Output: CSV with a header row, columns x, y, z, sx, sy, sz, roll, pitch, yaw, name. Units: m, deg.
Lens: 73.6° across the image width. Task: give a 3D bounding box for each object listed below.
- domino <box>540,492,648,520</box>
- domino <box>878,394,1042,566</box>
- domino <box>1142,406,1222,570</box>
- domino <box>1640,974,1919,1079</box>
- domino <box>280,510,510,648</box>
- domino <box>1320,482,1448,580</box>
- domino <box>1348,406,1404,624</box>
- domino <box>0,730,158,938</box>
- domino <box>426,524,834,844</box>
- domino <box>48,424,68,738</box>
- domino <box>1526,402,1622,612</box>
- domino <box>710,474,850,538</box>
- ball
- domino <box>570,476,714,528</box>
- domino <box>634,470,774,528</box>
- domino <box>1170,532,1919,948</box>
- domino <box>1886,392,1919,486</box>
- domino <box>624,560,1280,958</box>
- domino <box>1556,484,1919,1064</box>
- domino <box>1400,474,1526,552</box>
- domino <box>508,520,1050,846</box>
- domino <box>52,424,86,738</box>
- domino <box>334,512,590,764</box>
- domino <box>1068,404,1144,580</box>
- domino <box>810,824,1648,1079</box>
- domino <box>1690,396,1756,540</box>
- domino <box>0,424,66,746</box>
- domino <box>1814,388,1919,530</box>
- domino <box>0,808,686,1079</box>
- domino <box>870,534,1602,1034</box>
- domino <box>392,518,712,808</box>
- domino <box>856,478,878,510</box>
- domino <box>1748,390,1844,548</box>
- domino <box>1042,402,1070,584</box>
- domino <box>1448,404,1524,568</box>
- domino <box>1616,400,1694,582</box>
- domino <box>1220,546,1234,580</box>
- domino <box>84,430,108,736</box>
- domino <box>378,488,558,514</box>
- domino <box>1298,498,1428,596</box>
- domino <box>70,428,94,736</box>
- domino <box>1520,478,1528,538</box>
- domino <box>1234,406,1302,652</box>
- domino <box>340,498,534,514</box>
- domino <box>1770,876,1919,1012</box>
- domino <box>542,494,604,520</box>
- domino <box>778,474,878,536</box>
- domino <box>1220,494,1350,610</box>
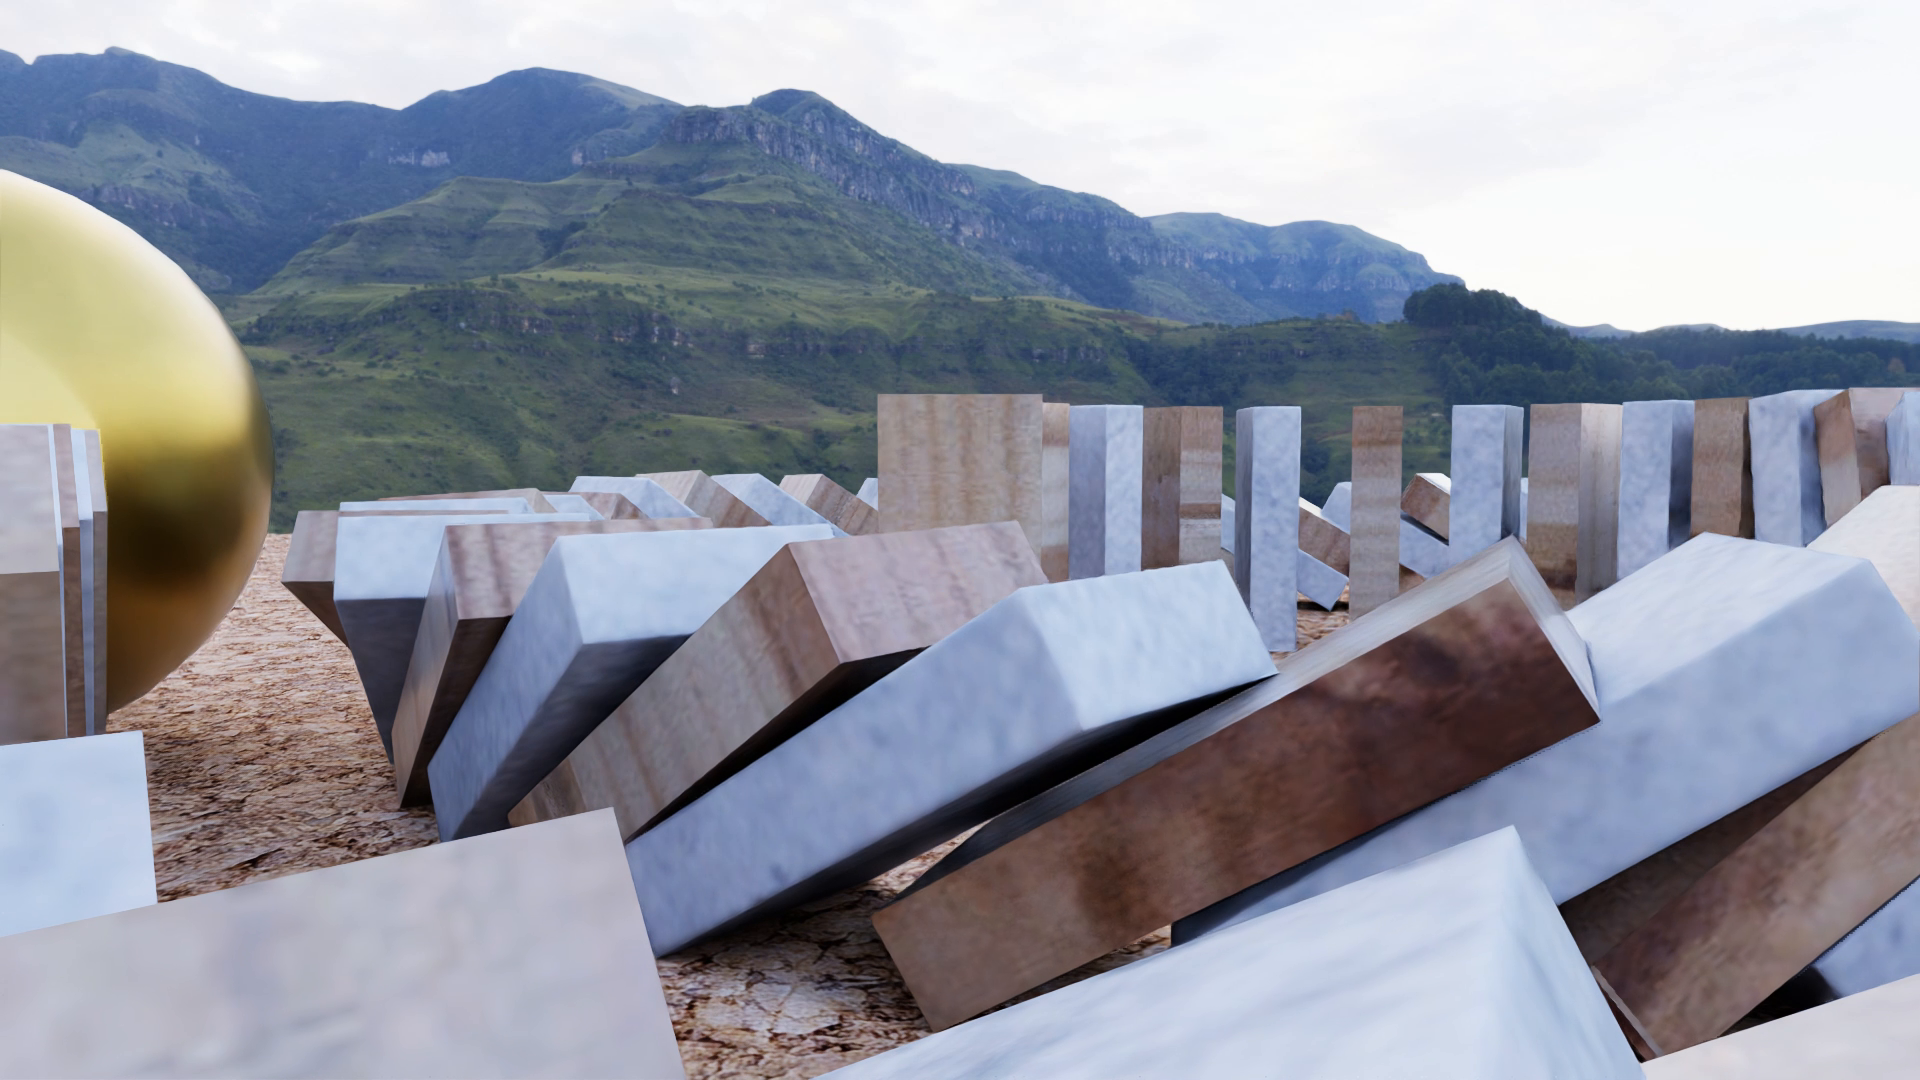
x,y,z,sx,sy,sz,roll,pitch,yaw,name
-0.064,0.007,0.252,0.025,0.009,0.050,2,-26,25,domino
0.000,0.002,0.201,0.025,0.050,0.009,0,4,0,domino
0.045,-0.003,0.272,0.010,0.050,0.025,-1,5,-19,domino
0.015,0.025,0.031,0.050,0.010,0.025,-26,-2,14,domino
-0.068,0.012,0.175,0.025,0.010,0.050,0,-28,-2,domino
0.120,0.001,0.331,0.050,0.010,0.025,35,21,26,domino
0.087,-0.003,0.270,0.009,0.050,0.025,1,5,18,domino
-0.049,0.022,0.053,0.025,0.009,0.050,-3,-24,-36,domino
-0.033,0.016,0.125,0.025,0.010,0.050,-3,-28,-37,domino
-0.069,0.015,0.077,0.025,0.050,0.009,-3,47,-36,domino
0.121,-0.001,0.250,0.025,0.050,0.010,-4,6,-42,domino
-0.036,0.002,0.302,0.050,0.009,0.025,36,-18,-30,domino
-0.137,-0.010,0.171,0.080,0.080,0.080,0,4,0,ball
-0.058,0.004,0.273,0.025,0.009,0.050,3,-28,41,domino
-0.049,0.002,0.286,0.025,0.010,0.050,0,-31,45,domino
0.040,0.018,0.095,0.050,0.010,0.025,-33,-2,10,domino
0.143,0.005,0.173,0.025,0.050,0.009,2,-18,22,domino
-0.003,0.018,0.102,0.050,0.010,0.025,-36,-19,37,domino
0.063,0.016,0.097,0.050,0.009,0.025,-39,5,1,domino
0.136,0.001,0.322,0.050,0.009,0.025,39,23,26,domino
-0.017,0.016,0.113,0.025,0.009,0.050,-6,-26,-47,domino
-0.075,0.014,0.088,0.025,0.050,0.009,-4,47,-36,domino
-0.058,0.013,0.155,0.025,0.009,0.050,-1,-28,-18,domino
0.025,-0.002,0.262,0.010,0.050,0.025,-3,5,-34,domino
-0.008,0.024,0.034,0.050,0.009,0.025,-29,-8,24,domino
0.138,0.001,0.218,0.025,0.050,0.010,-1,4,-18,domino
-0.061,0.016,0.066,0.025,0.050,0.010,-4,48,-36,domino
0.144,0.003,0.189,0.025,0.050,0.010,0,-12,6,domino
-0.032,0.023,0.041,0.025,0.009,0.050,-4,-24,-43,domino
0.020,0.018,0.095,0.050,0.010,0.025,-34,-8,24,domino
-0.045,0.015,0.139,0.025,0.010,0.050,-3,-28,-31,domino
-0.002,0.001,0.325,0.050,0.009,0.025,32,-8,-21,domino
0.142,0.002,0.205,0.025,0.050,0.010,-1,-3,-9,domino
0.008,-0.001,0.246,0.025,0.050,0.010,3,5,38,domino
0.107,-0.002,0.261,0.009,0.050,0.025,3,5,31,domino
0.132,0.000,0.233,0.025,0.050,0.010,-2,5,-26,domino
0.058,0.001,0.344,0.050,0.010,0.025,30,8,6,domino
-0.088,0.013,0.110,0.025,0.050,0.009,-3,47,-36,domino
-0.071,0.009,0.210,0.025,0.010,0.050,-3,-28,8,domino
0.099,0.001,0.338,0.050,0.010,0.025,33,14,17,domino
-0.082,0.013,0.099,0.025,0.050,0.009,-3,47,-36,domino
0.156,0.002,0.312,0.025,0.010,0.050,-4,37,-40,domino
0.065,-0.003,0.274,0.010,0.050,0.025,0,4,4,domino
-0.070,0.010,0.192,0.025,0.009,0.050,-1,-28,2,domino
0.079,0.015,0.100,0.050,0.009,0.025,-40,7,-2,domino
-0.069,0.008,0.232,0.025,0.010,0.050,1,-27,16,domino
-0.021,0.001,0.314,0.050,0.009,0.025,34,-13,-24,domino
0.080,0.000,0.343,0.050,0.010,0.025,32,14,15,domino
